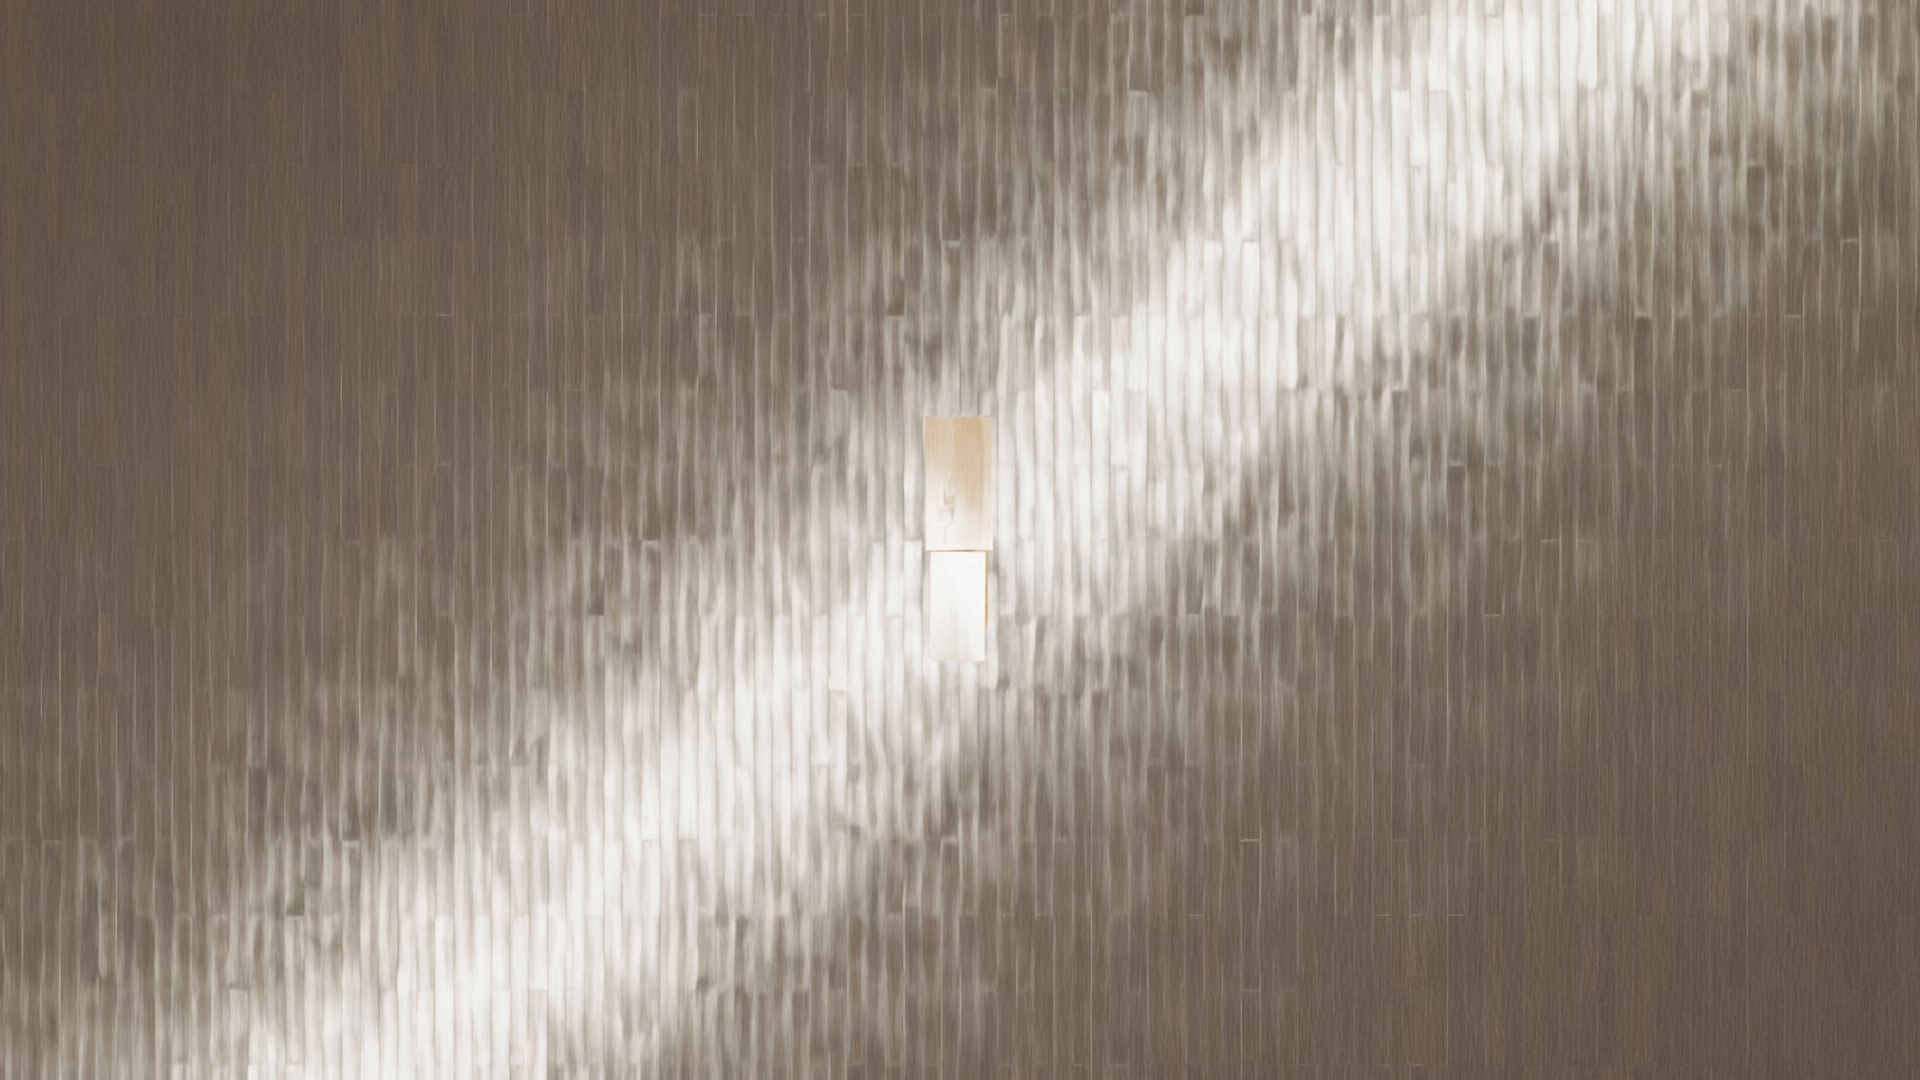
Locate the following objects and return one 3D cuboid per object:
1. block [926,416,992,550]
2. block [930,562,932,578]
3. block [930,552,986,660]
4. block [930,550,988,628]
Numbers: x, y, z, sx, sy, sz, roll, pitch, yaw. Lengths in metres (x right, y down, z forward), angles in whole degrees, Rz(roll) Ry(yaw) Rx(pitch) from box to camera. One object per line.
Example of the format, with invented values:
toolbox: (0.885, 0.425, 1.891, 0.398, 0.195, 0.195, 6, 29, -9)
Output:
block: (-0.003, -0.146, 4.278, 0.171, 0.048, 0.342, 0, 90, 0)
block: (-0.006, 0.078, 4.503, 0.141, 0.283, 0.040, 0, 90, 0)
block: (-0.006, 0.173, 4.341, 0.141, 0.040, 0.283, 1, 90, 0)
block: (-0.003, 0.088, 4.667, 0.161, 0.046, 0.322, 0, 90, 0)
